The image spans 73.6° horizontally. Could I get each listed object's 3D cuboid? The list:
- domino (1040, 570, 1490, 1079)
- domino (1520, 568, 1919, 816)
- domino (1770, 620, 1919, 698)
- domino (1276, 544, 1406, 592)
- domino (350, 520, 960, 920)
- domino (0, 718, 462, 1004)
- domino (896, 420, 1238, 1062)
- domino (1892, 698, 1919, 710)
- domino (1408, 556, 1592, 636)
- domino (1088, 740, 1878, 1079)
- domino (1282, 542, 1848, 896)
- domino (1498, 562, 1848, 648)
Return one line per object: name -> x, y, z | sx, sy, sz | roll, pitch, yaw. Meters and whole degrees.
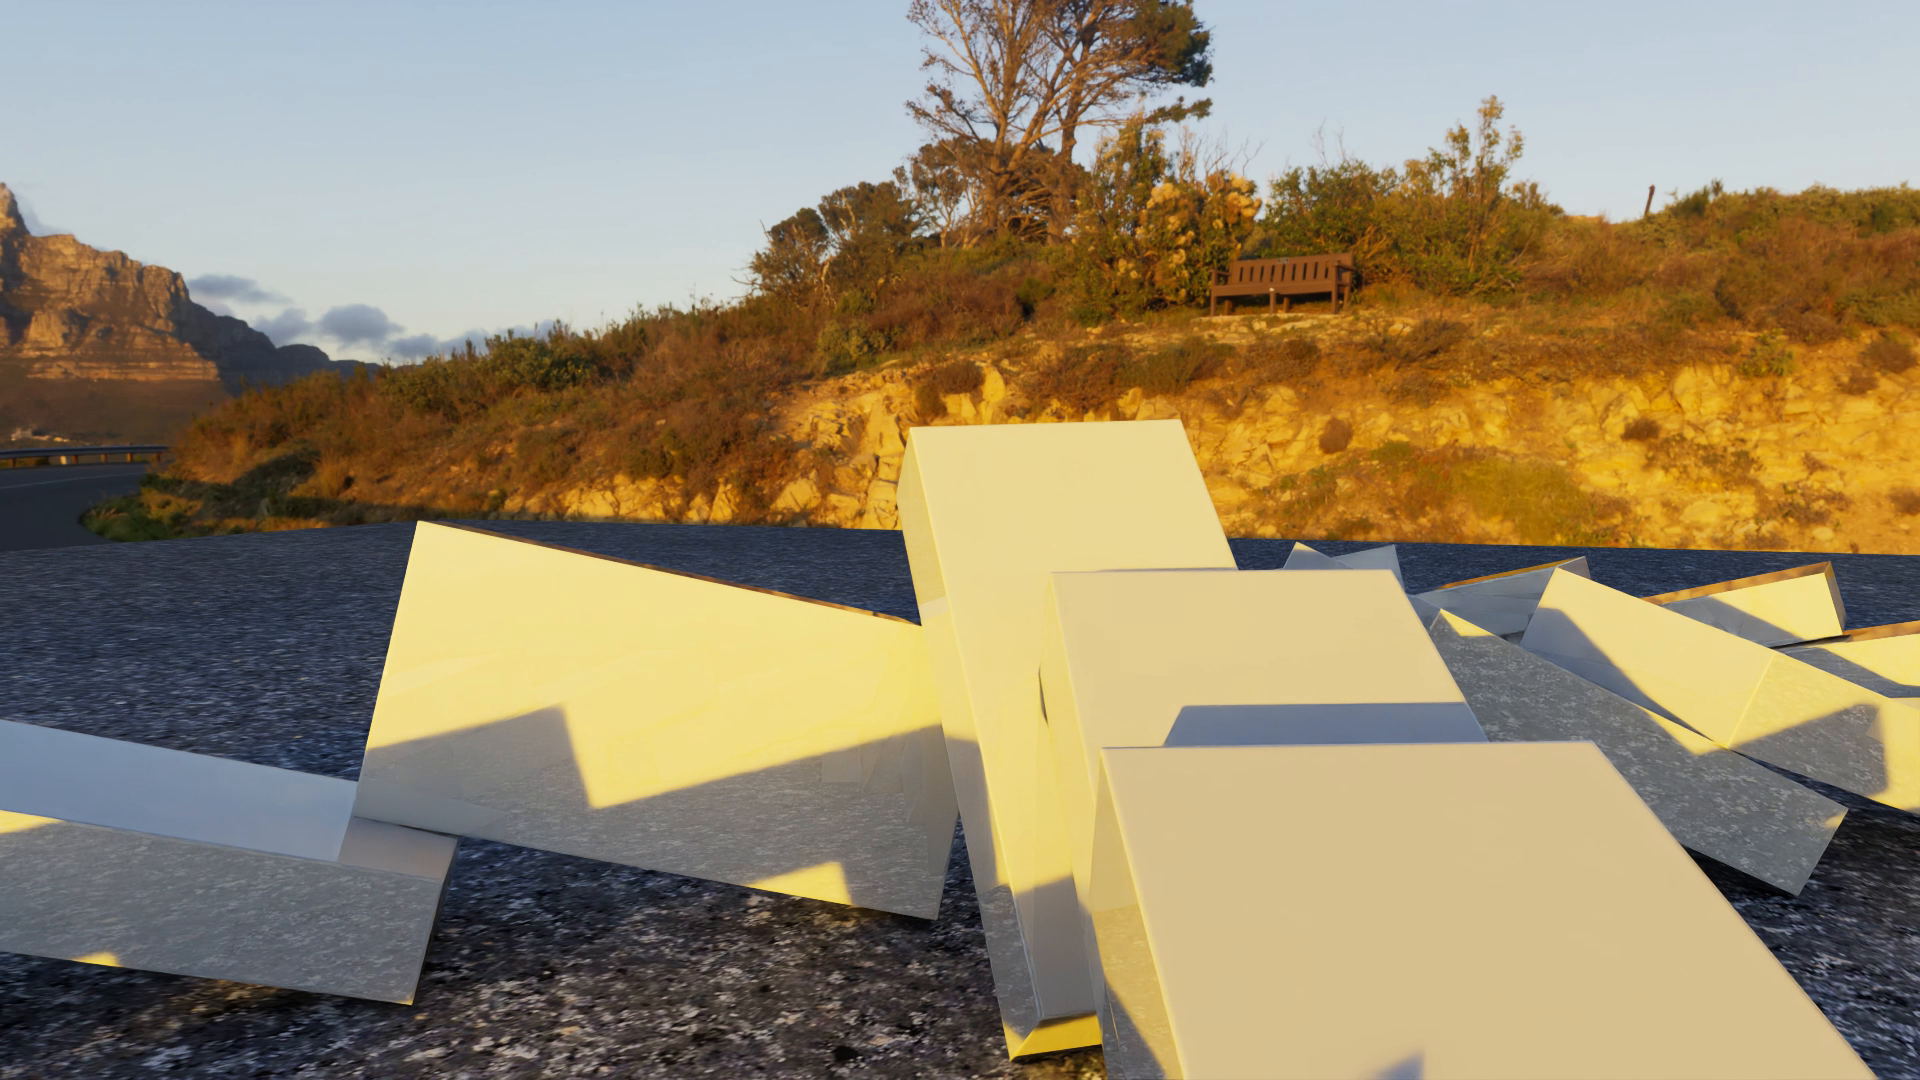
domino -> 0.020, 0.020, 0.074 | 0.025, 0.009, 0.050 | 0, 35, -4
domino -> 0.087, 0.018, 0.135 | 0.050, 0.010, 0.025 | 18, 9, -25
domino -> 0.139, 0.018, 0.187 | 0.025, 0.010, 0.050 | -4, -9, -45
domino -> 0.060, 0.012, 0.257 | 0.050, 0.009, 0.025 | -12, -5, -3
domino -> -0.024, 0.016, 0.115 | 0.050, 0.025, 0.009 | 12, -2, -8
domino -> -0.066, 0.024, 0.101 | 0.050, 0.009, 0.025 | 14, -2, -16
domino -> 0.012, 0.013, 0.102 | 0.025, 0.050, 0.009 | -3, -36, -14
domino -> 0.132, 0.027, 0.143 | 0.025, 0.009, 0.050 | 0, 4, -5
domino -> 0.086, 0.014, 0.234 | 0.050, 0.010, 0.025 | -16, -6, 36
domino -> 0.021, 0.026, 0.044 | 0.025, 0.009, 0.050 | 0, 26, -3
domino -> 0.056, 0.017, 0.125 | 0.050, 0.010, 0.025 | 24, 6, -17
domino -> 0.118, 0.015, 0.215 | 0.050, 0.009, 0.025 | -17, -7, 36
